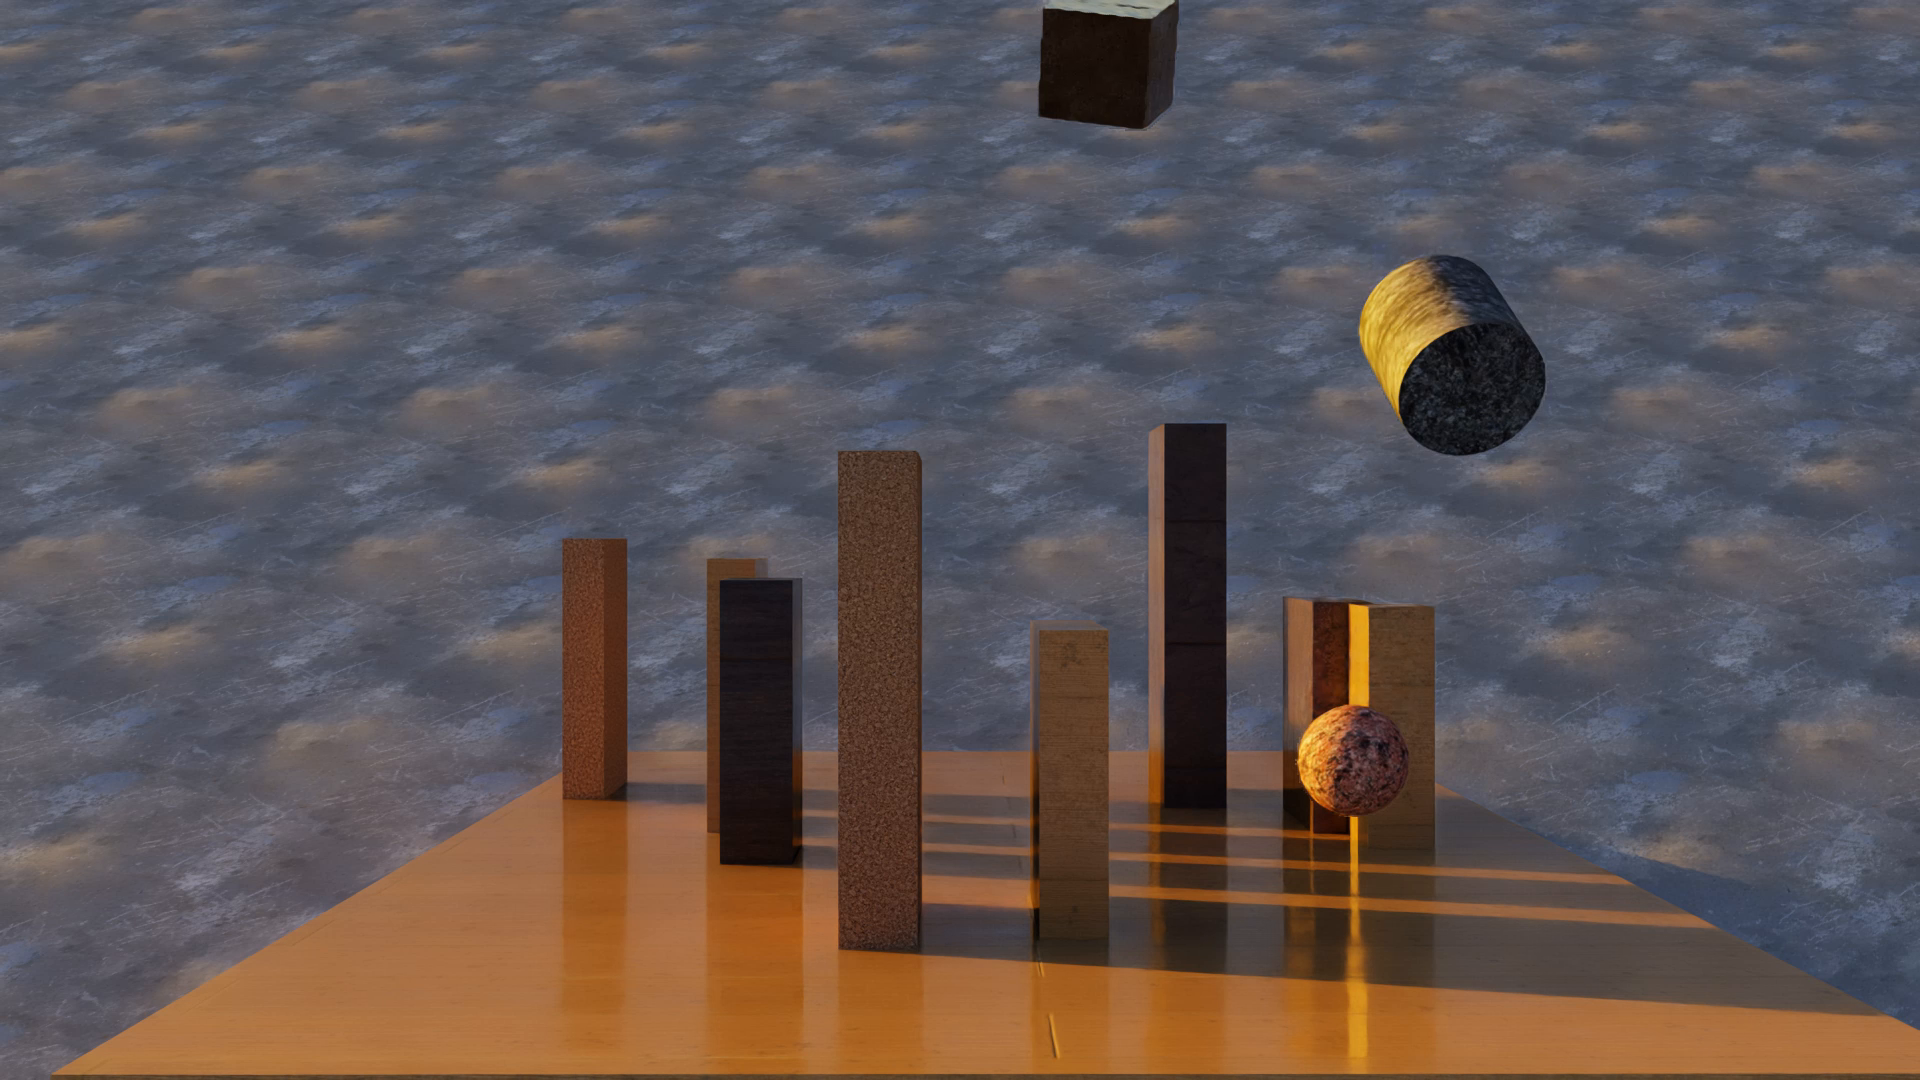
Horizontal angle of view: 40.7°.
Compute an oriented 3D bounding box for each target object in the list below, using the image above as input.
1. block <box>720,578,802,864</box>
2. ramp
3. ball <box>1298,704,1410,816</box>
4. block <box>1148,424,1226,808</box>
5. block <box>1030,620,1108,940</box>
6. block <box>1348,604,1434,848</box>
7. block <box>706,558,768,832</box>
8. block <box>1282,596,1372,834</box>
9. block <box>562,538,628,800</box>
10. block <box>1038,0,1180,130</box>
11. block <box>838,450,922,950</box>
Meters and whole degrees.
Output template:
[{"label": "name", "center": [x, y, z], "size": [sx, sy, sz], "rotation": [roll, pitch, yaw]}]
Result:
[{"label": "block", "center": [-0.343, 0.306, 4.489], "size": [0.122, 0.478, 0.277], "rotation": [0, 0, 0]}, {"label": "ramp", "center": [0.067, 0.595, 4.651], "size": [2.000, 0.100, 4.000], "rotation": [0, 0, 0]}, {"label": "ball", "center": [0.425, 0.238, 2.795], "size": [0.119, 0.119, 0.119], "rotation": [0, 30, 0]}, {"label": "block", "center": [0.478, 0.153, 5.470], "size": [0.126, 0.781, 0.431], "rotation": [0, 0, 0]}, {"label": "block", "center": [0.156, 0.335, 3.756], "size": [0.095, 0.423, 0.441], "rotation": [0, 0, 0]}, {"label": "block", "center": [0.780, 0.331, 4.705], "size": [0.117, 0.426, 0.271], "rotation": [0, 0, 0]}, {"label": "block", "center": [-0.426, 0.290, 4.975], "size": [0.090, 0.510, 0.316], "rotation": [0, 0, 0]}, {"label": "block", "center": [0.710, 0.330, 5.024], "size": [0.110, 0.430, 0.446], "rotation": [0, 0, 0]}, {"label": "block", "center": [-0.792, 0.271, 5.630], "size": [0.087, 0.547, 0.386], "rotation": [0, 0, 0]}, {"label": "block", "center": [0.157, -0.510, 2.731], "size": [0.115, 0.115, 0.115], "rotation": [10, 25, 17]}, {"label": "block", "center": [-0.110, 0.213, 3.675], "size": [0.106, 0.665, 0.447], "rotation": [0, 0, 0]}]
